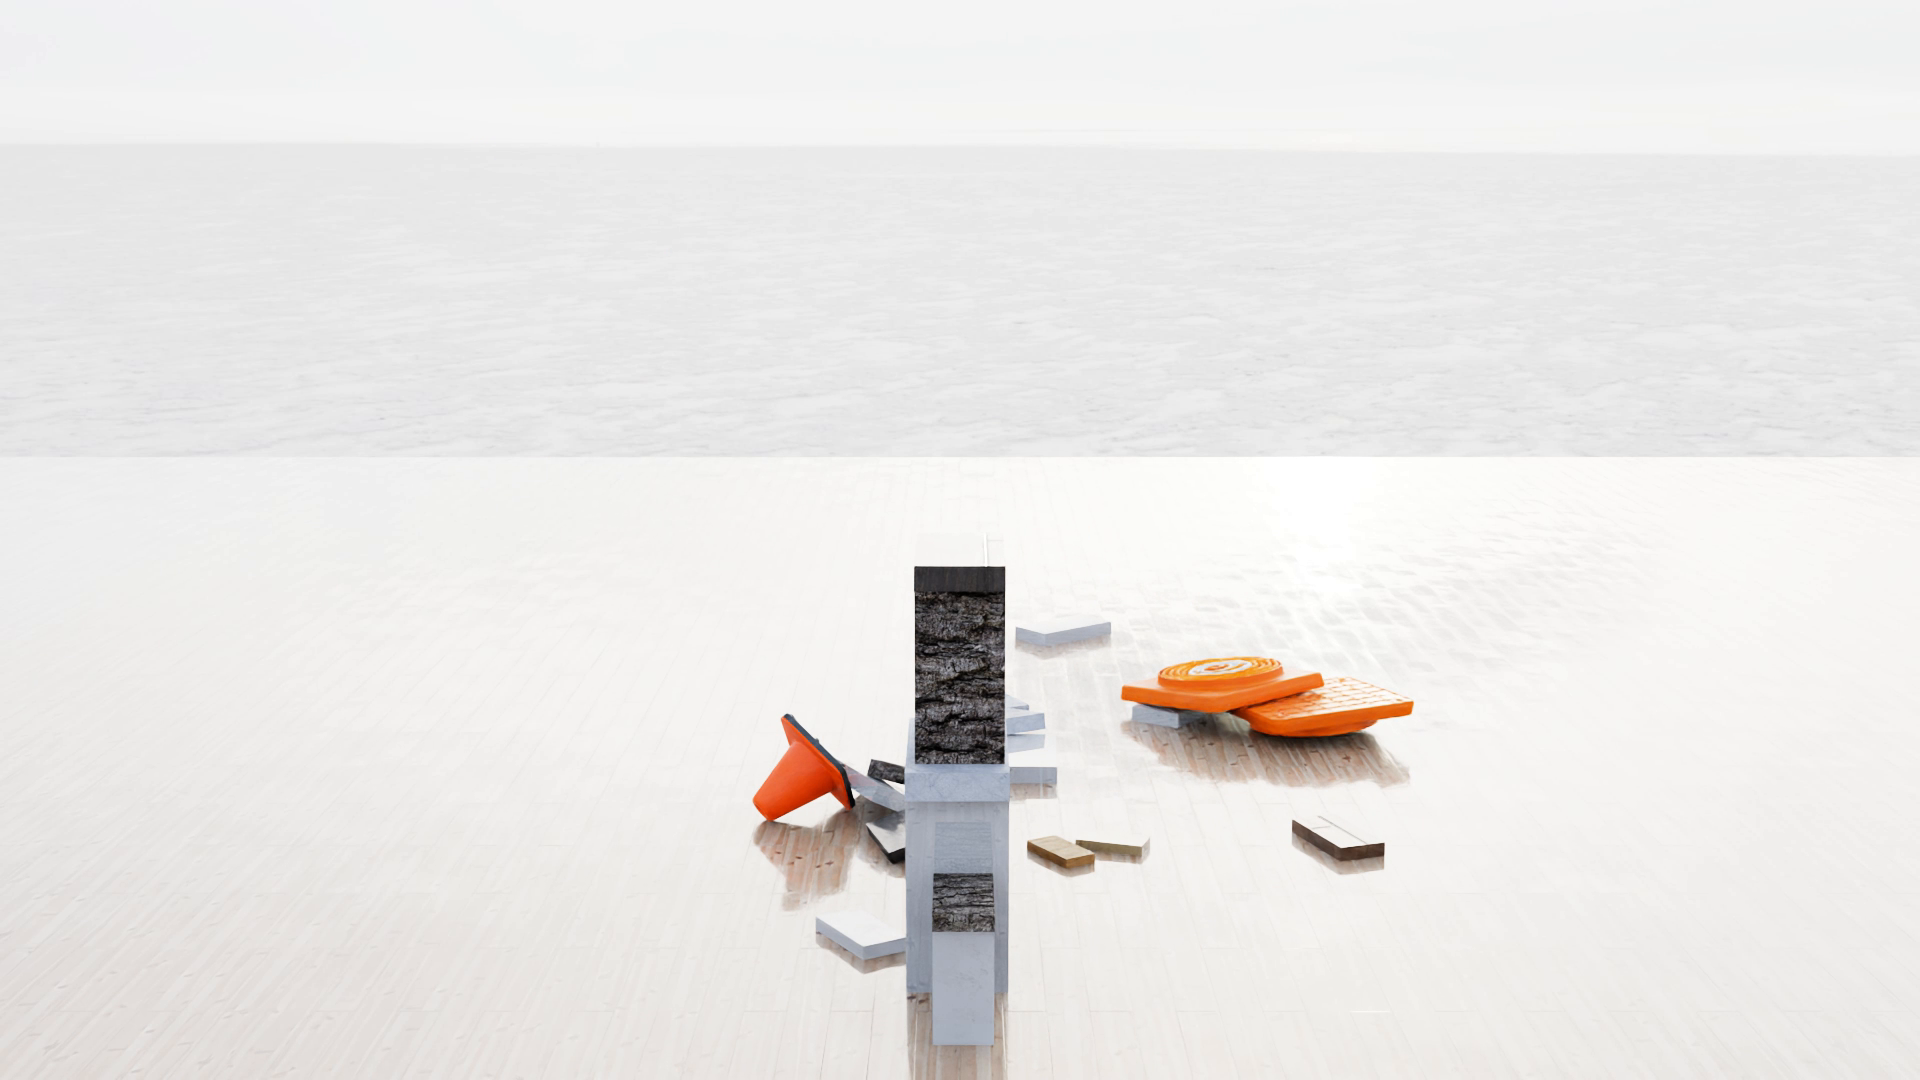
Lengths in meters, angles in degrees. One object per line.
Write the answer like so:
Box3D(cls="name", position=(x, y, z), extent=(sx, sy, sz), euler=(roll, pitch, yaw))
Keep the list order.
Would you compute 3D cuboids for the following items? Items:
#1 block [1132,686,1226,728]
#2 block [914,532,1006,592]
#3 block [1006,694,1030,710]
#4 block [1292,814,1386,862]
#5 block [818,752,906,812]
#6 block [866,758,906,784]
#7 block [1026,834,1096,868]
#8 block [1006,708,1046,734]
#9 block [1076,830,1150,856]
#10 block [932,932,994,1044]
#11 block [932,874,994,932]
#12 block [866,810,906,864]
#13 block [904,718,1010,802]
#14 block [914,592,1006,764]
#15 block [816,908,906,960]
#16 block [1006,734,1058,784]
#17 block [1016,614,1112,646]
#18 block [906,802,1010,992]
Box3D(cls="block", position=(0.479, 0.363, 4.804), extent=(0.112, 0.032, 0.224), euler=(7, 13, 33))
Box3D(cls="block", position=(0.000, 0.031, 3.252), extent=(0.131, 0.037, 0.262), euler=(0, 11, 0))
Box3D(cls="block", position=(0.075, 0.360, 4.844), extent=(0.085, 0.024, 0.171), euler=(-5, 12, -26))
Box3D(cls="block", position=(0.674, 0.530, 3.924), extent=(0.088, 0.025, 0.176), euler=(-4, 11, -20))
Box3D(cls="block", position=(-0.163, 0.462, 4.125), extent=(0.118, 0.033, 0.236), euler=(26, -4, -29))
Box3D(cls="block", position=(-0.053, 0.454, 4.113), extent=(0.224, 0.032, 0.112), euler=(13, -5, 11))
Box3D(cls="block", position=(0.176, 0.546, 3.856), extent=(0.061, 0.017, 0.121), euler=(-7, 12, -32))
Box3D(cls="block", position=(0.068, 0.378, 4.613), extent=(0.118, 0.033, 0.236), euler=(-6, 3, -28))
Box3D(cls="block", position=(0.272, 0.537, 3.907), extent=(0.122, 0.017, 0.061), euler=(4, 11, 19))
Box3D(cls="block", position=(0.005, 0.616, 3.057), extent=(0.086, 0.172, 0.024), euler=(0, 11, 0))
Box3D(cls="block", position=(0.005, 0.509, 3.096), extent=(0.086, 0.024, 0.172), euler=(0, 11, 0))
Box3D(cls="block", position=(-0.107, 0.525, 3.900), extent=(0.078, 0.022, 0.170), euler=(-20, 15, -12))
Box3D(cls="block", position=(-0.004, 0.328, 3.308), extent=(0.151, 0.043, 0.302), euler=(0, 11, 0))
Box3D(cls="block", position=(0.000, 0.194, 3.193), extent=(0.131, 0.262, 0.037), euler=(0, 11, 0))
Box3D(cls="block", position=(-0.156, 0.618, 3.457), extent=(0.078, 0.022, 0.157), euler=(-6, 12, -31))
Box3D(cls="block", position=(0.135, 0.436, 4.404), extent=(0.118, 0.033, 0.236), euler=(0, 11, 2))
Box3D(cls="block", position=(0.261, 0.227, 5.539), extent=(0.224, 0.032, 0.112), euler=(-8, 13, -38))
Box3D(cls="block", position=(-0.004, 0.516, 3.241), extent=(0.151, 0.302, 0.043), euler=(0, 11, 0))
